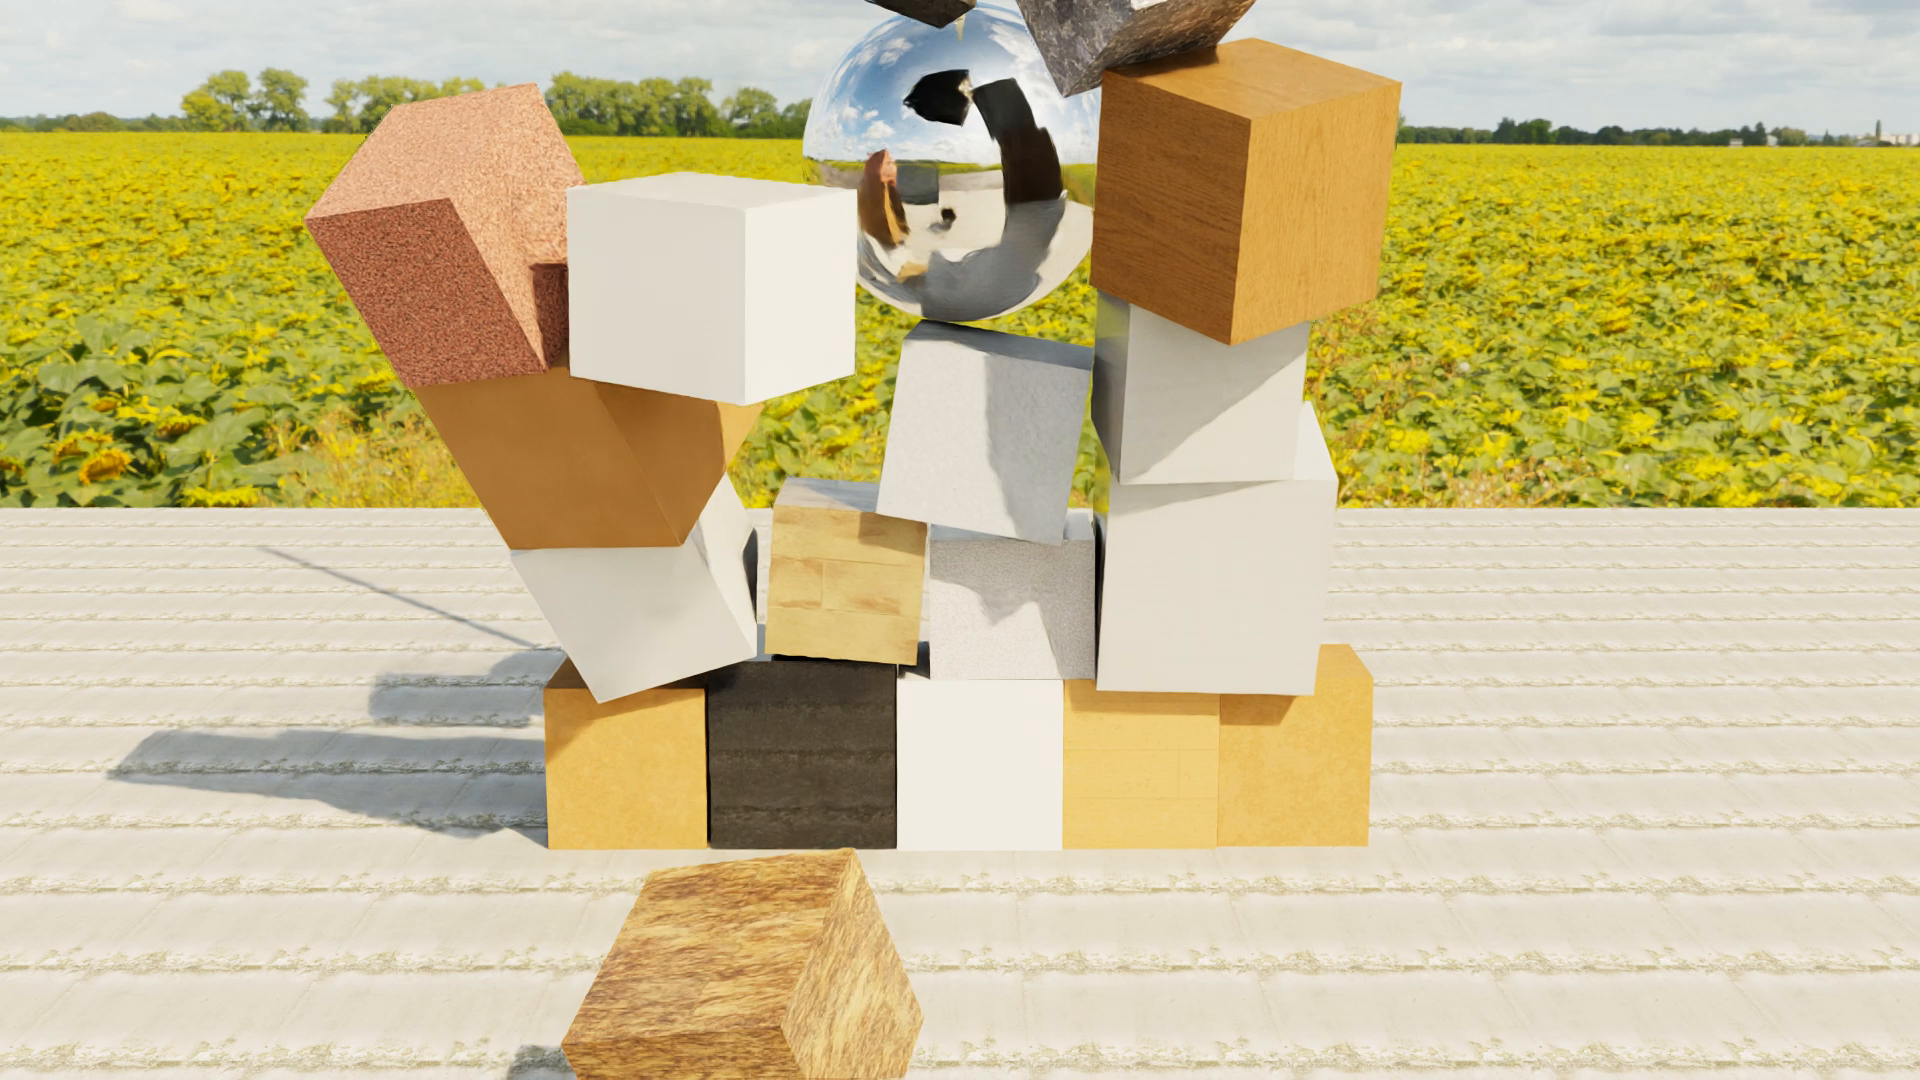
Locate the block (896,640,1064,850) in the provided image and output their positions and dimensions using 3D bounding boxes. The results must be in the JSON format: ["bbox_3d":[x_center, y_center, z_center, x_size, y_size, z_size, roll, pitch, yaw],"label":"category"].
[{"bbox_3d":[0.100,1.046,11.370,0.823,0.873,0.889,0,10,0],"label":"block"}]

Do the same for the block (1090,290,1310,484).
[{"bbox_3d":[1.107,-0.840,10.304,0.824,0.894,0.765,-2,27,-7],"label":"block"}]

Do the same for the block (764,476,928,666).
[{"bbox_3d":[-0.554,0.142,11.094,0.748,0.749,0.748,5,12,0],"label":"block"}]

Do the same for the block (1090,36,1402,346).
[{"bbox_3d":[1.233,-1.549,9.622,0.938,0.985,0.868,-20,35,-36],"label":"block"}]

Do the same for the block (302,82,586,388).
[{"bbox_3d":[-2.100,-1.297,9.412,0.741,0.894,0.850,-4,42,24],"label":"block"}]

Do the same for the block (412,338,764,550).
[{"bbox_3d":[-1.679,-0.674,10.031,0.960,1.034,0.974,-1,43,27],"label":"block"}]

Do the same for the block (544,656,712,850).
[{"bbox_3d":[-1.664,1.064,11.390,0.795,0.831,0.891,0,10,0],"label":"block"}]

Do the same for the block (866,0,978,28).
[{"bbox_3d":[-0.303,-2.719,9.437,0.860,0.688,0.765,18,2,-13],"label":"block"}]

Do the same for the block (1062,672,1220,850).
[{"bbox_3d":[0.902,1.045,11.370,0.773,0.877,0.855,0,10,0],"label":"block"}]

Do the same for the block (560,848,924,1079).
[{"bbox_3d":[-0.691,1.633,7.318,0.768,0.768,0.860,-9,28,20],"label":"block"}]

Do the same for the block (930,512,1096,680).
[{"bbox_3d":[0.260,0.273,11.208,0.810,0.701,0.793,0,10,0],"label":"block"}]

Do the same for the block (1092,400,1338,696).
[{"bbox_3d":[1.215,0.018,10.895,1.061,1.163,0.924,1,27,-1],"label":"block"}]

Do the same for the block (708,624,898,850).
[{"bbox_3d":[-0.785,0.998,11.338,0.926,0.970,0.802,0,11,0],"label":"block"}]

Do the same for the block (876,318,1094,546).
[{"bbox_3d":[0.143,-0.552,10.860,0.898,0.852,0.914,10,12,3],"label":"block"}]

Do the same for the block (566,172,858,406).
[{"bbox_3d":[-1.016,-1.060,9.065,0.892,0.771,0.773,11,19,29],"label":"block"}]

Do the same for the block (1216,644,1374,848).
[{"bbox_3d":[1.675,1.047,11.363,0.764,0.874,0.753,0,10,1],"label":"block"}]

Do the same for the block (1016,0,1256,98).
[{"bbox_3d":[0.743,-2.536,9.402,0.801,0.828,0.814,-22,-7,-23],"label":"block"}]

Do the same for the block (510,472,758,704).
[{"bbox_3d":[-1.567,0.029,10.796,0.830,0.985,0.950,-17,38,9],"label":"block"}]

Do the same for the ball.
[{"bbox_3d":[0.000,-1.898,11.074,1.600,1.600,1.600,0,10,0],"label":"ball"}]
